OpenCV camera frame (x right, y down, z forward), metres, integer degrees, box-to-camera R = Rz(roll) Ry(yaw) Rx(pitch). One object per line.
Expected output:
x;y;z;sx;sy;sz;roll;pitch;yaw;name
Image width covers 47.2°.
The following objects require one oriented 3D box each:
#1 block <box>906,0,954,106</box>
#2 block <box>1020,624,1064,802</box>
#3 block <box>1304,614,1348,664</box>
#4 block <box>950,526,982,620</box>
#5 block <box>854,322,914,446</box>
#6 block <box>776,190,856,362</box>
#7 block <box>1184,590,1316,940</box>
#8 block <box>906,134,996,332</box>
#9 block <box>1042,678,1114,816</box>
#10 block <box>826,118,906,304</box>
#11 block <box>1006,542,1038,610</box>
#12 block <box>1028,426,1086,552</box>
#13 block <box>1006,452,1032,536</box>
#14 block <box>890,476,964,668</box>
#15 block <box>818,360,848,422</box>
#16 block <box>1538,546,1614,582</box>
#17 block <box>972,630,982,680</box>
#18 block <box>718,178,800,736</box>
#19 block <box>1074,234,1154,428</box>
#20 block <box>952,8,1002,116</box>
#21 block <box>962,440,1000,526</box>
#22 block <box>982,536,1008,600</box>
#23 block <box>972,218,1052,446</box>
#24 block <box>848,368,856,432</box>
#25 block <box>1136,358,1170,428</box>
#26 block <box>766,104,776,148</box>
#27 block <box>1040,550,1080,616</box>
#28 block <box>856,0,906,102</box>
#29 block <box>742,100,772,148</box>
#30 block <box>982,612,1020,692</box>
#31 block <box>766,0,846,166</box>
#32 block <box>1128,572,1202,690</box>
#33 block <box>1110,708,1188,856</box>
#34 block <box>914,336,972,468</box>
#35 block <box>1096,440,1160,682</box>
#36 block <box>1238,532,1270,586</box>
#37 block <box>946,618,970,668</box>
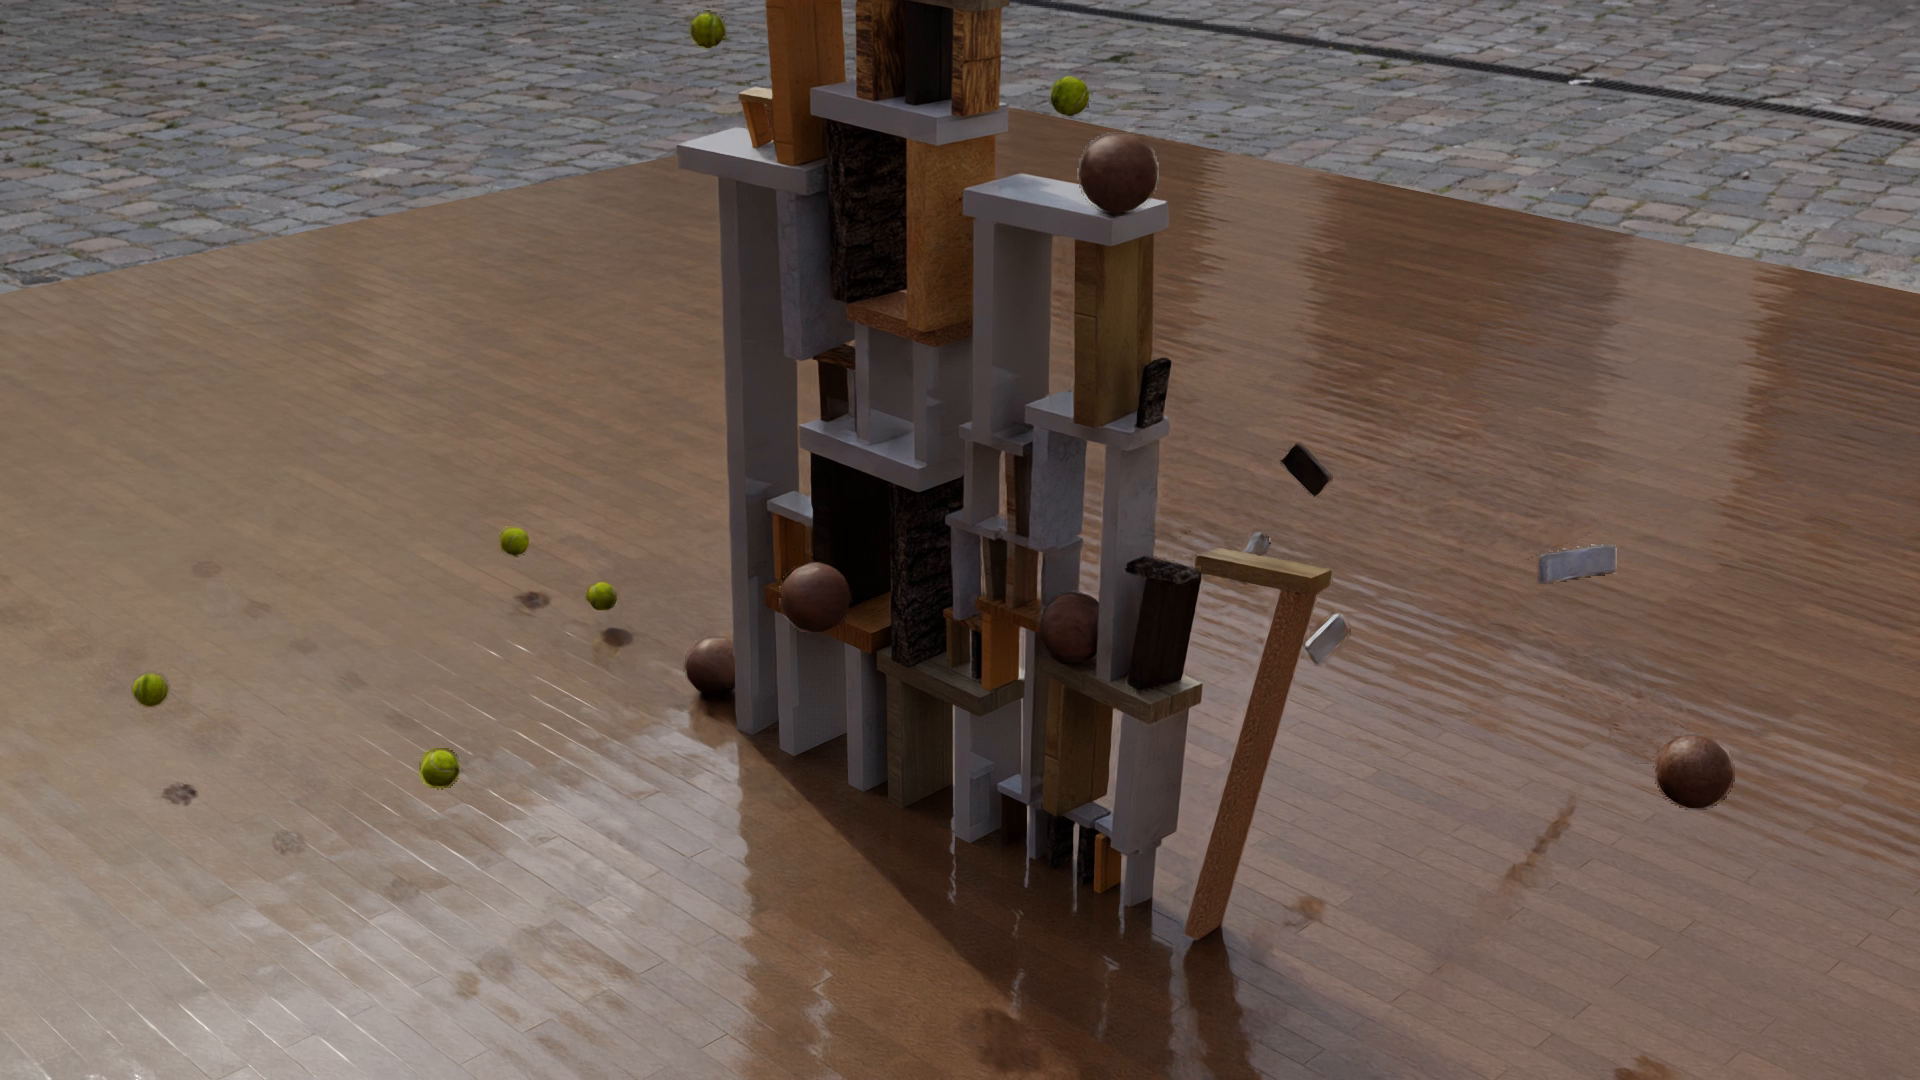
-0.054;-0.872;3.915;0.091;0.182;0.026;-20;30;-39;block
0.156;0.325;4.199;0.023;0.365;0.081;21;30;39;block
0.745;0.201;4.467;0.099;0.049;0.014;-42;30;-19;block
0.013;0.056;4.231;0.018;0.191;0.063;18;29;41;block
-0.145;-0.313;4.245;0.034;0.242;0.121;21;31;41;block
-0.275;-0.534;4.272;0.048;0.336;0.168;17;30;34;block
0.522;0.400;3.954;0.030;0.670;0.108;21;16;25;block
-0.017;-0.568;4.001;0.174;0.347;0.049;-20;30;-40;block
0.225;0.374;4.167;0.139;0.277;0.039;-18;29;-39;block
-0.165;-0.637;4.166;0.174;0.347;0.049;-19;29;-38;block
0.117;0.057;4.130;0.019;0.136;0.068;21;30;38;block
0.179;-0.108;3.997;0.033;0.234;0.117;20;29;36;block
0.120;-0.094;4.062;0.022;0.156;0.078;17;27;42;block
-0.058;0.047;4.315;0.170;0.379;0.048;-21;31;-41;block
-0.251;-0.305;4.369;0.018;0.127;0.063;18;30;36;block
1.335;0.050;4.755;0.016;0.057;0.352;2;5;40;block
0.046;0.214;4.274;0.052;0.103;0.015;-21;30;-40;block
-0.410;-0.175;4.583;0.048;1.240;0.168;18;29;33;block
0.267;-0.374;3.816;0.046;0.326;0.163;17;27;38;block
0.029;-0.837;3.833;0.091;0.182;0.026;-20;31;-39;block
0.041;-0.118;4.132;0.022;0.168;0.078;20;29;37;block
0.074;0.046;4.166;0.018;0.125;0.063;13;25;43;block
0.094;-0.390;3.971;0.046;0.415;0.163;19;29;37;block
-0.189;-0.280;4.314;0.063;0.127;0.018;-22;31;-40;block
0.334;-0.254;3.801;0.016;0.114;0.057;25;32;33;block
-0.343;-0.793;4.208;0.013;0.091;0.045;8;30;40;block
0.187;0.071;4.098;0.068;0.136;0.019;-6;24;-16;block
-0.113;-0.958;3.948;0.157;0.313;0.044;-19;30;-38;block
-0.391;-0.809;4.243;0.013;0.091;0.045;7;29;39;block
0.078;0.203;4.227;0.023;0.161;0.081;21;31;40;block
-0.287;-0.941;4.093;0.044;0.458;0.157;16;29;36;block
0.366;0.158;3.934;0.108;0.215;0.030;-11;29;-38;block
0.349;0.428;4.043;0.139;0.280;0.039;-18;31;-40;block
-0.031;-0.269;4.140;0.121;0.242;0.034;-21;31;-40;block
0.300;0.030;3.942;0.033;0.450;0.117;18;28;36;block
0.568;0.036;4.302;0.014;0.099;0.050;27;-6;35;block
-0.003;0.195;4.319;0.052;0.104;0.015;-21;30;-40;block
